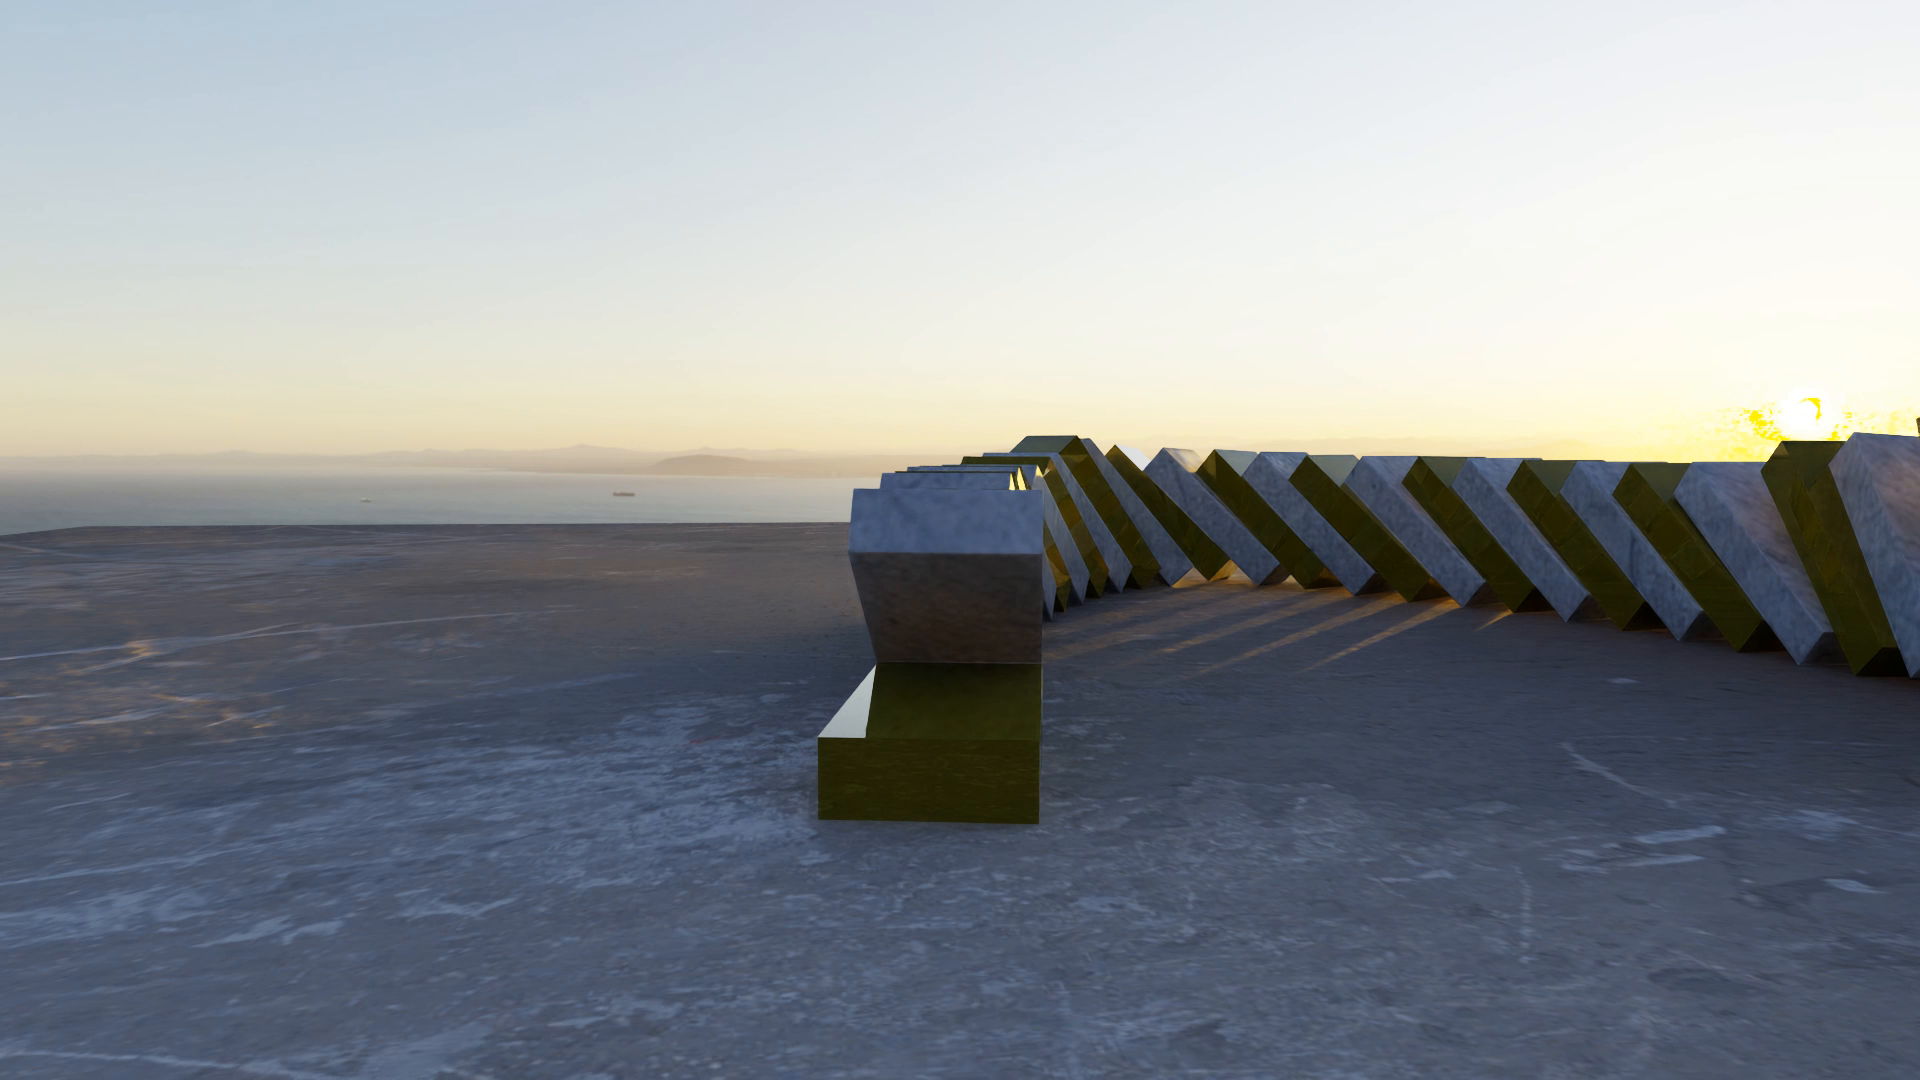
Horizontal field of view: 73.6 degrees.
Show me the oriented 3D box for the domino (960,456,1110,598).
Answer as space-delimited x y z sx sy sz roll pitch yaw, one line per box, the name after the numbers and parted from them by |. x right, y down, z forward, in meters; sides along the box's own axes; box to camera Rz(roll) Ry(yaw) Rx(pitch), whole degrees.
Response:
0.020 -0.003 0.343 0.025 0.009 0.050 2 -35 29 | domino

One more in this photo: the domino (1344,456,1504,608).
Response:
0.131 -0.003 0.351 0.025 0.010 0.050 -3 45 -34 | domino

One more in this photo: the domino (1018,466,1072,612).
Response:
0.009 0.000 0.312 0.025 0.009 0.050 2 -32 22 | domino

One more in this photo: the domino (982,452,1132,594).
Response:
0.026 -0.004 0.359 0.025 0.009 0.050 3 -36 39 | domino

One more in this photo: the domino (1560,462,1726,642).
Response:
0.163 0.001 0.294 0.025 0.010 0.050 -1 43 -13 | domino

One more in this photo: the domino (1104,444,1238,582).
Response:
0.066 -0.009 0.399 0.050 0.009 0.025 47 18 17 | domino

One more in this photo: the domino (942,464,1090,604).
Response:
0.014 -0.001 0.327 0.025 0.010 0.050 2 -32 24 | domino

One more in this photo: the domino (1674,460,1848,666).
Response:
0.172 0.003 0.263 0.025 0.010 0.050 0 43 -6 | domino

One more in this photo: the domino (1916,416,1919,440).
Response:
0.179 0.001 0.213 0.025 0.050 0.009 1 -16 7 | domino

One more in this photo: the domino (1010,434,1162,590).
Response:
0.036 -0.008 0.377 0.010 0.050 0.025 -45 24 -21 | domino

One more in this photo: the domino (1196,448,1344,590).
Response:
0.096 -0.007 0.385 0.025 0.010 0.050 -2 45 -48 | domino

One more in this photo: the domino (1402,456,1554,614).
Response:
0.142 -0.002 0.339 0.025 0.010 0.050 -1 44 -26 | domino

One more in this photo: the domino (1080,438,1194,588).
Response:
0.048 -0.009 0.390 0.009 0.050 0.025 -41 10 -5 | domino

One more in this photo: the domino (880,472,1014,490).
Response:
0.001 0.004 0.262 0.025 0.009 0.050 1 -31 11 | domino

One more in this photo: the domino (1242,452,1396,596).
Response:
0.108 -0.006 0.374 0.025 0.009 0.050 -3 46 -43 | domino

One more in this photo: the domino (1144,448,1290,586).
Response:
0.081 -0.008 0.392 0.050 0.010 0.025 48 24 21 | domino

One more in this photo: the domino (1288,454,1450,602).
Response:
0.119 -0.004 0.362 0.025 0.010 0.050 -4 46 -42 | domino

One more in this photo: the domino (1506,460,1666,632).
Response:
0.157 0.000 0.310 0.025 0.010 0.050 -1 43 -17 | domino

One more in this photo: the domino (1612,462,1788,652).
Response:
0.168 0.003 0.279 0.025 0.009 0.050 -1 42 -10 | domino

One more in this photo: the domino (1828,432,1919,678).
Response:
0.180 0.003 0.233 0.025 0.050 0.009 5 -38 6 | domino

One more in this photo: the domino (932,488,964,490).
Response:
0.000 0.007 0.244 0.025 0.009 0.050 1 -28 9 | domino

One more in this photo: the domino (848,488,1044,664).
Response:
0.000 0.010 0.188 0.025 0.009 0.050 1 -29 4 | domino

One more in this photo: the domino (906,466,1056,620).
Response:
0.005 0.002 0.295 0.025 0.010 0.050 1 -32 16 | domino

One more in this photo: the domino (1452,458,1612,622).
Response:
0.150 -0.001 0.325 0.025 0.010 0.050 -2 44 -22 | domino

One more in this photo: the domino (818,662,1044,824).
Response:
-0.002 0.025 0.169 0.025 0.010 0.050 0 4 4 | domino

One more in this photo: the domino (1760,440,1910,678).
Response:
0.177 0.003 0.245 0.025 0.050 0.009 1 -39 3 | domino

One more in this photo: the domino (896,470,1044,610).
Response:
0.003 0.003 0.278 0.025 0.010 0.050 1 -31 12 | domino
